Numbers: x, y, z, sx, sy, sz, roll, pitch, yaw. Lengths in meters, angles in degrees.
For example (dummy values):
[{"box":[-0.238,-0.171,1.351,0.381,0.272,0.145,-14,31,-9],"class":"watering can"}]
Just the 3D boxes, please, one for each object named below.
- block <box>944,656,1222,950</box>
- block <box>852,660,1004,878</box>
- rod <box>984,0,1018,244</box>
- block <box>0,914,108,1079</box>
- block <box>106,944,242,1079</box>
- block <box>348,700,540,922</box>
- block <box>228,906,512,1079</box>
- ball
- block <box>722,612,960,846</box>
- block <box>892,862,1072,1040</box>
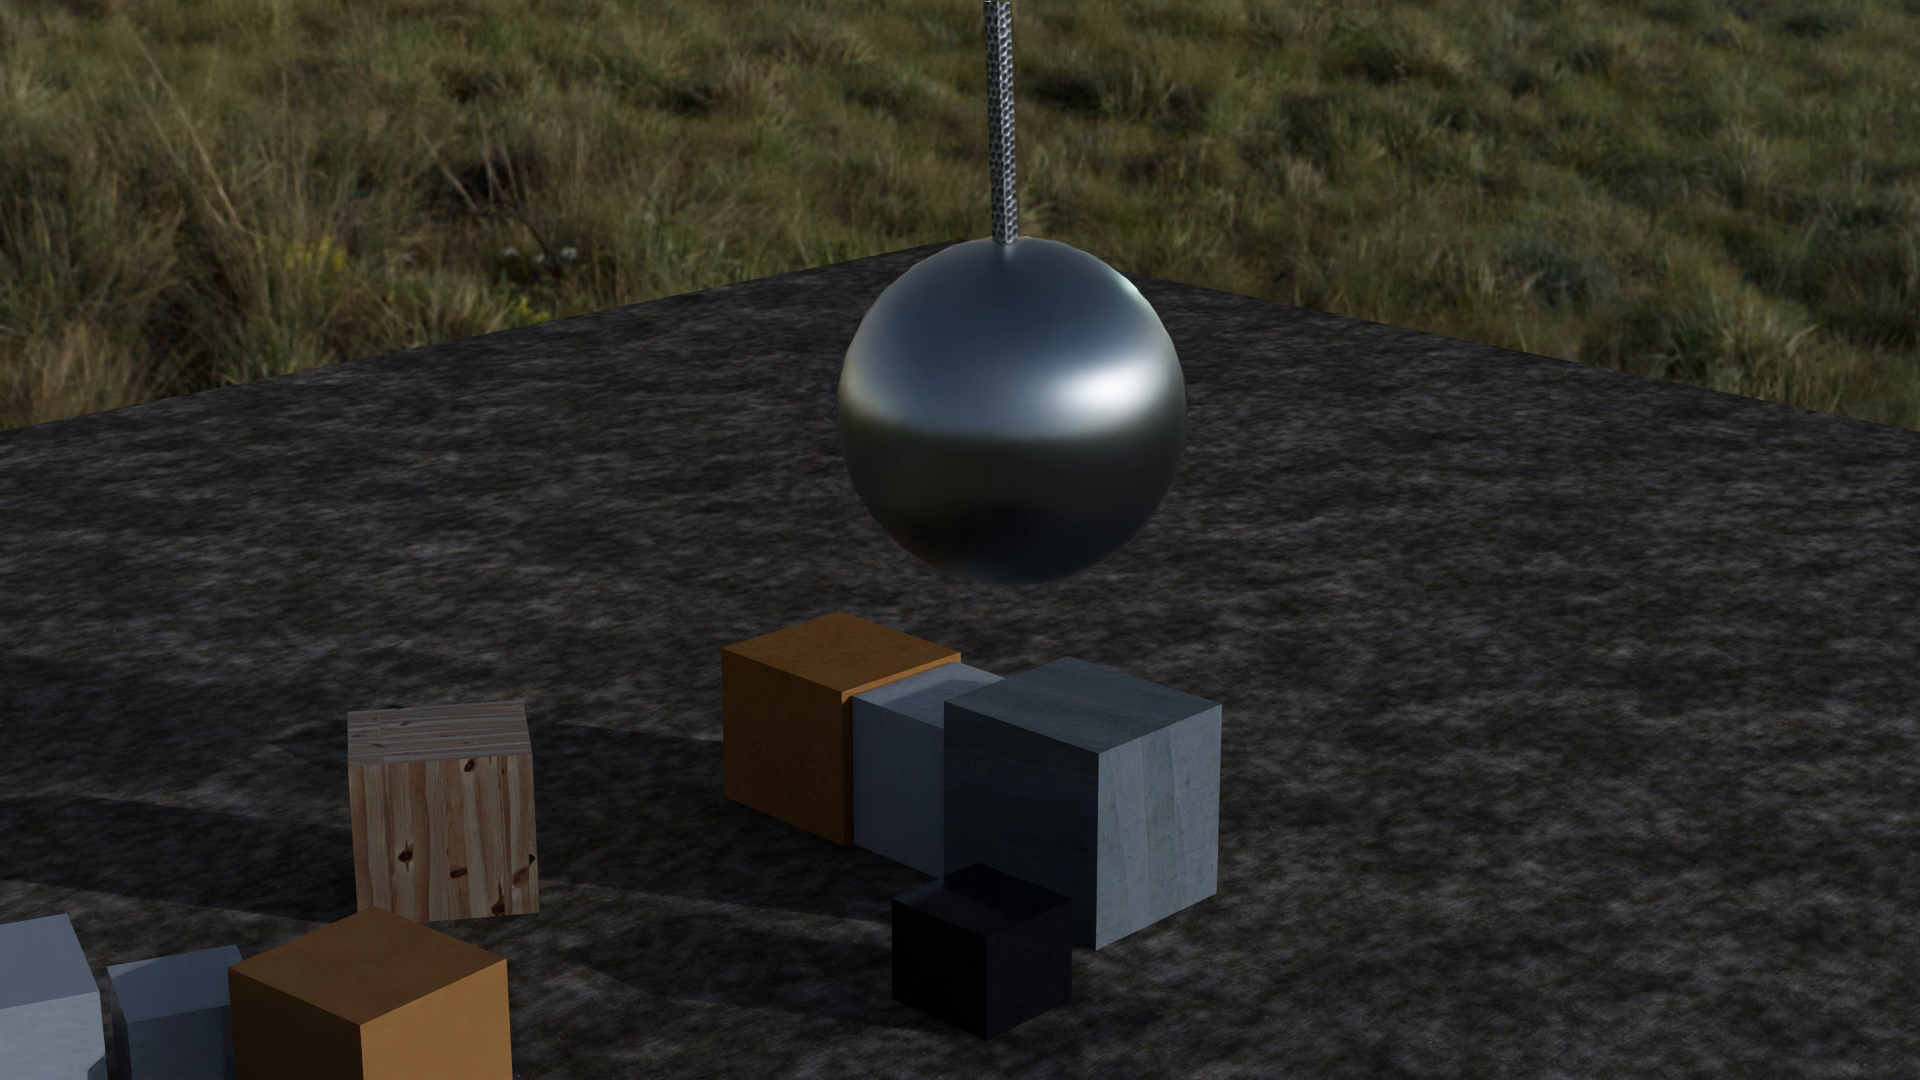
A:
[{"box":[0.544,1.157,13.141,0.915,0.914,0.827,16,24,41],"class":"block"},{"box":[-0.029,1.073,13.693,0.659,0.741,0.674,17,24,42],"class":"block"},{"box":[0.102,-3.789,12.258,0.080,5.200,0.080,17,27,42],"class":"rod"},{"box":[-3.617,1.929,11.038,0.672,0.701,0.747,-8,19,-24],"class":"block"},{"box":[-2.964,1.944,11.268,0.494,0.535,0.521,-7,19,-22],"class":"block"},{"box":[-2.328,1.221,13.196,0.792,0.758,0.688,-3,18,-11],"class":"block"},{"box":[-2.198,1.923,10.985,0.748,0.744,0.699,14,22,37],"class":"block"},{"box":[0.235,-0.590,13.402,1.600,1.600,1.600,0,17,0],"class":"ball"},{"box":[-0.574,0.897,14.206,0.776,0.771,0.857,-17,24,-42],"class":"block"},{"box":[0.091,1.700,12.171,0.541,0.459,0.515,16,24,42],"class":"block"}]
